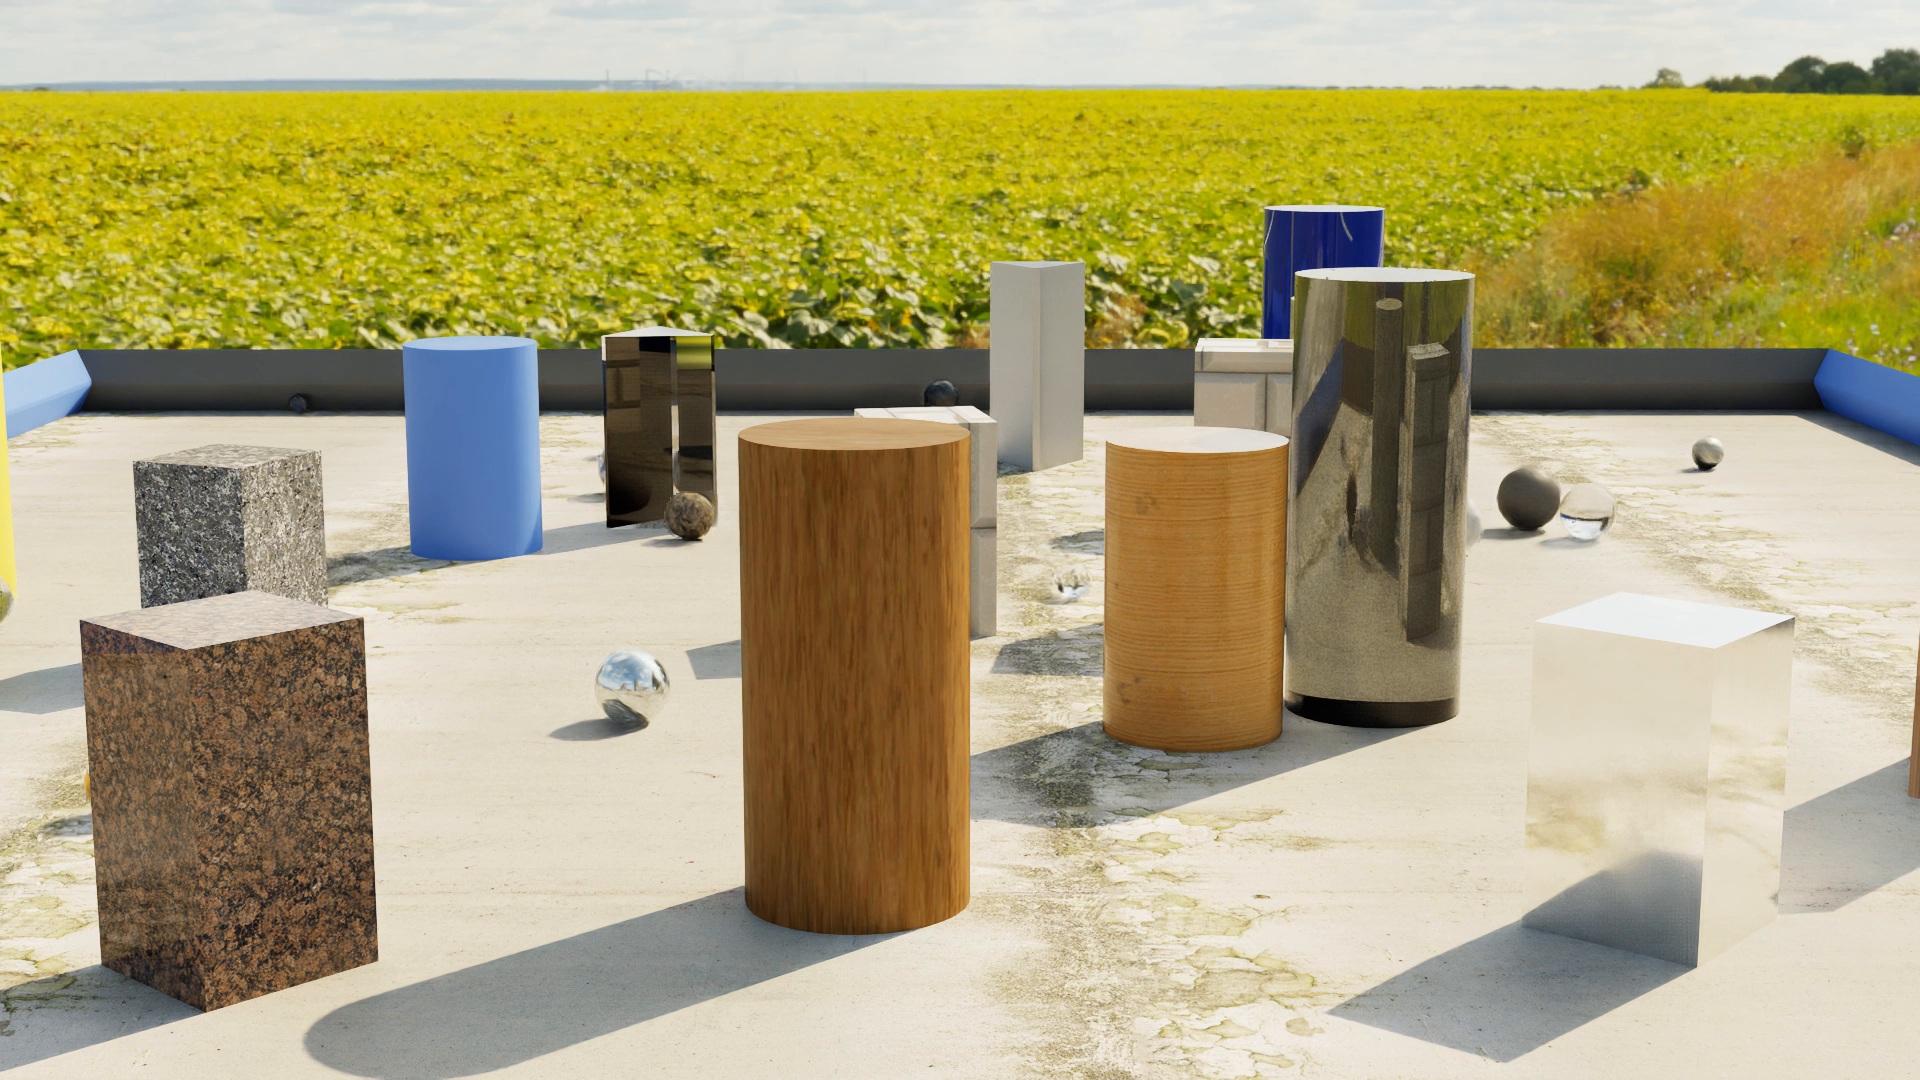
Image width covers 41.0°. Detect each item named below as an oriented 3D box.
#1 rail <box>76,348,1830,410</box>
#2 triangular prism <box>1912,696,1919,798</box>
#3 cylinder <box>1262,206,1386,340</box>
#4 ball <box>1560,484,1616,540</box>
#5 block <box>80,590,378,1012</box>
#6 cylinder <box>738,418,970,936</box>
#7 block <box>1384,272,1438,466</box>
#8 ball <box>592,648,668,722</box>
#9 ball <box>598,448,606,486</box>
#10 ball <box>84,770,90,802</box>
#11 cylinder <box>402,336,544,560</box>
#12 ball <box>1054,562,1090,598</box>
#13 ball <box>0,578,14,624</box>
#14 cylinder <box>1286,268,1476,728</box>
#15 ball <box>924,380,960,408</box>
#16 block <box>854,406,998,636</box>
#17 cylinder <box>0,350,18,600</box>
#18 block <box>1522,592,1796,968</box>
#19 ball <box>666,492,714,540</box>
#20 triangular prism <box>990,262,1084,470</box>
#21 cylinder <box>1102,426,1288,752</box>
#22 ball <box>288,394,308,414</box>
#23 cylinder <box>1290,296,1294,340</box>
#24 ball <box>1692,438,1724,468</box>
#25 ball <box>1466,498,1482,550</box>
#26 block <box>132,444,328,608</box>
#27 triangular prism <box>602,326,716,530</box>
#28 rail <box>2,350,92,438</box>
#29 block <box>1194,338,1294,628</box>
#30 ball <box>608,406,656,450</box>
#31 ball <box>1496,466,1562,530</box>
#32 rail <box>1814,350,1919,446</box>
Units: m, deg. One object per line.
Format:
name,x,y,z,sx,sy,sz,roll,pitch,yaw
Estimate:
rail,-0.012,-0.339,5.465,3.745,0.130,0.045,0,10,0
triangular prism,1.033,0.003,2.628,0.173,0.491,0.150,-2,11,-9
cylinder,0.602,-0.306,4.286,0.200,0.494,0.200,0,10,0
ball,0.976,-0.043,3.991,0.085,0.085,0.085,0,10,0
block,-0.592,0.205,2.083,0.160,0.290,0.160,9,14,42
cylinder,-0.090,0.113,2.238,0.200,0.416,0.200,0,10,0
block,0.764,-0.315,4.742,0.160,0.347,0.160,-7,13,-34
ball,-0.369,0.163,2.878,0.084,0.084,0.084,0,10,0
ball,-0.577,-0.127,4.415,0.095,0.095,0.095,0,10,0
ball,-0.822,0.238,2.515,0.070,0.070,0.070,0,10,0
cylinder,-0.739,-0.142,3.894,0.200,0.315,0.200,0,10,0
ball,0.156,0.056,3.553,0.049,0.049,0.049,0,10,0
ball,-1.279,0.079,3.361,0.074,0.074,0.074,0,10,0
cylinder,0.474,-0.052,2.909,0.200,0.497,0.200,0,10,0
ball,-0.039,-0.301,5.414,0.075,0.075,0.075,0,10,0
block,-0.046,-0.025,3.359,0.160,0.279,0.160,-2,11,-11
cylinder,-1.404,-0.105,3.500,0.200,0.385,0.200,0,10,0
block,0.594,0.198,2.185,0.160,0.268,0.160,9,14,40
ball,-0.420,-0.037,3.991,0.074,0.074,0.074,0,10,0
triangular prism,0.121,-0.327,4.746,0.150,0.369,0.173,7,12,32
cylinder,0.258,0.050,2.823,0.200,0.326,0.200,0,10,0
ball,-1.405,-0.290,5.447,0.041,0.041,0.041,0,10,0
cylinder,0.611,-0.189,3.994,0.200,0.371,0.200,0,10,0
ball,1.367,-0.159,4.693,0.057,0.057,0.057,0,10,0
ball,0.741,-0.024,3.868,0.093,0.093,0.093,0,10,0
block,-0.902,0.020,3.187,0.160,0.253,0.160,4,11,22
triangular prism,-0.484,-0.184,4.140,0.173,0.308,0.150,-1,11,-7
rail,-1.849,0.035,3.438,0.045,0.130,4.148,0,10,0
block,0.393,-0.079,3.421,0.160,0.362,0.160,1,11,7
ball,-0.621,-0.208,4.861,0.093,0.093,0.093,0,10,0
ball,0.904,-0.066,4.077,0.100,0.100,0.100,0,10,0
rail,1.849,0.031,3.459,0.045,0.130,4.148,0,10,0
